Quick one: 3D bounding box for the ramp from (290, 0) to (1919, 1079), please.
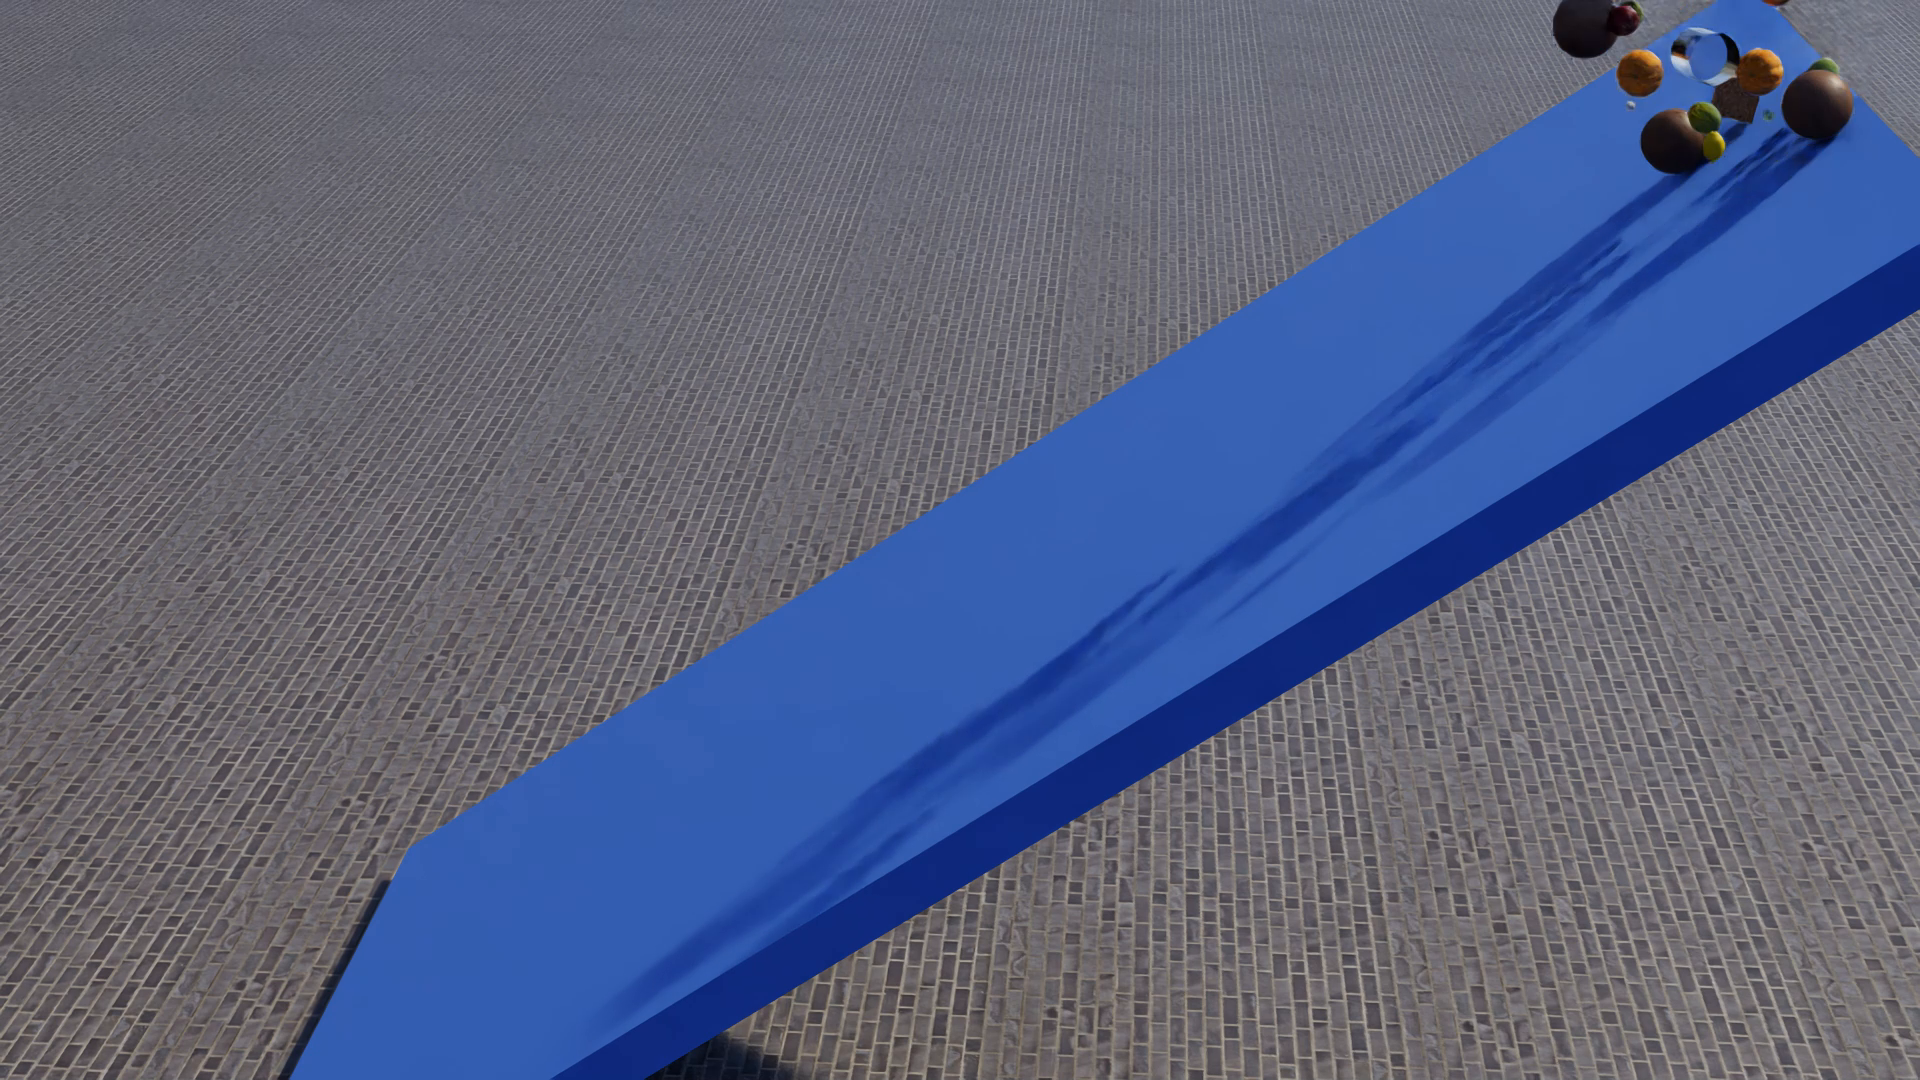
[{"bbox_3d":[0.134,0.175,6.309,4.000,0.100,2.000,-33,16,15],"label":"ramp"}]

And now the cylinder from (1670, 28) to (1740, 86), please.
[{"bbox_3d":[1.420,-0.922,5.606,0.098,0.098,0.098,-3,17,-8],"label":"cylinder"}]

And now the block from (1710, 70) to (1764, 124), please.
[{"bbox_3d":[1.553,-0.889,5.881,0.080,0.080,0.080,14,23,6],"label":"block"}]
